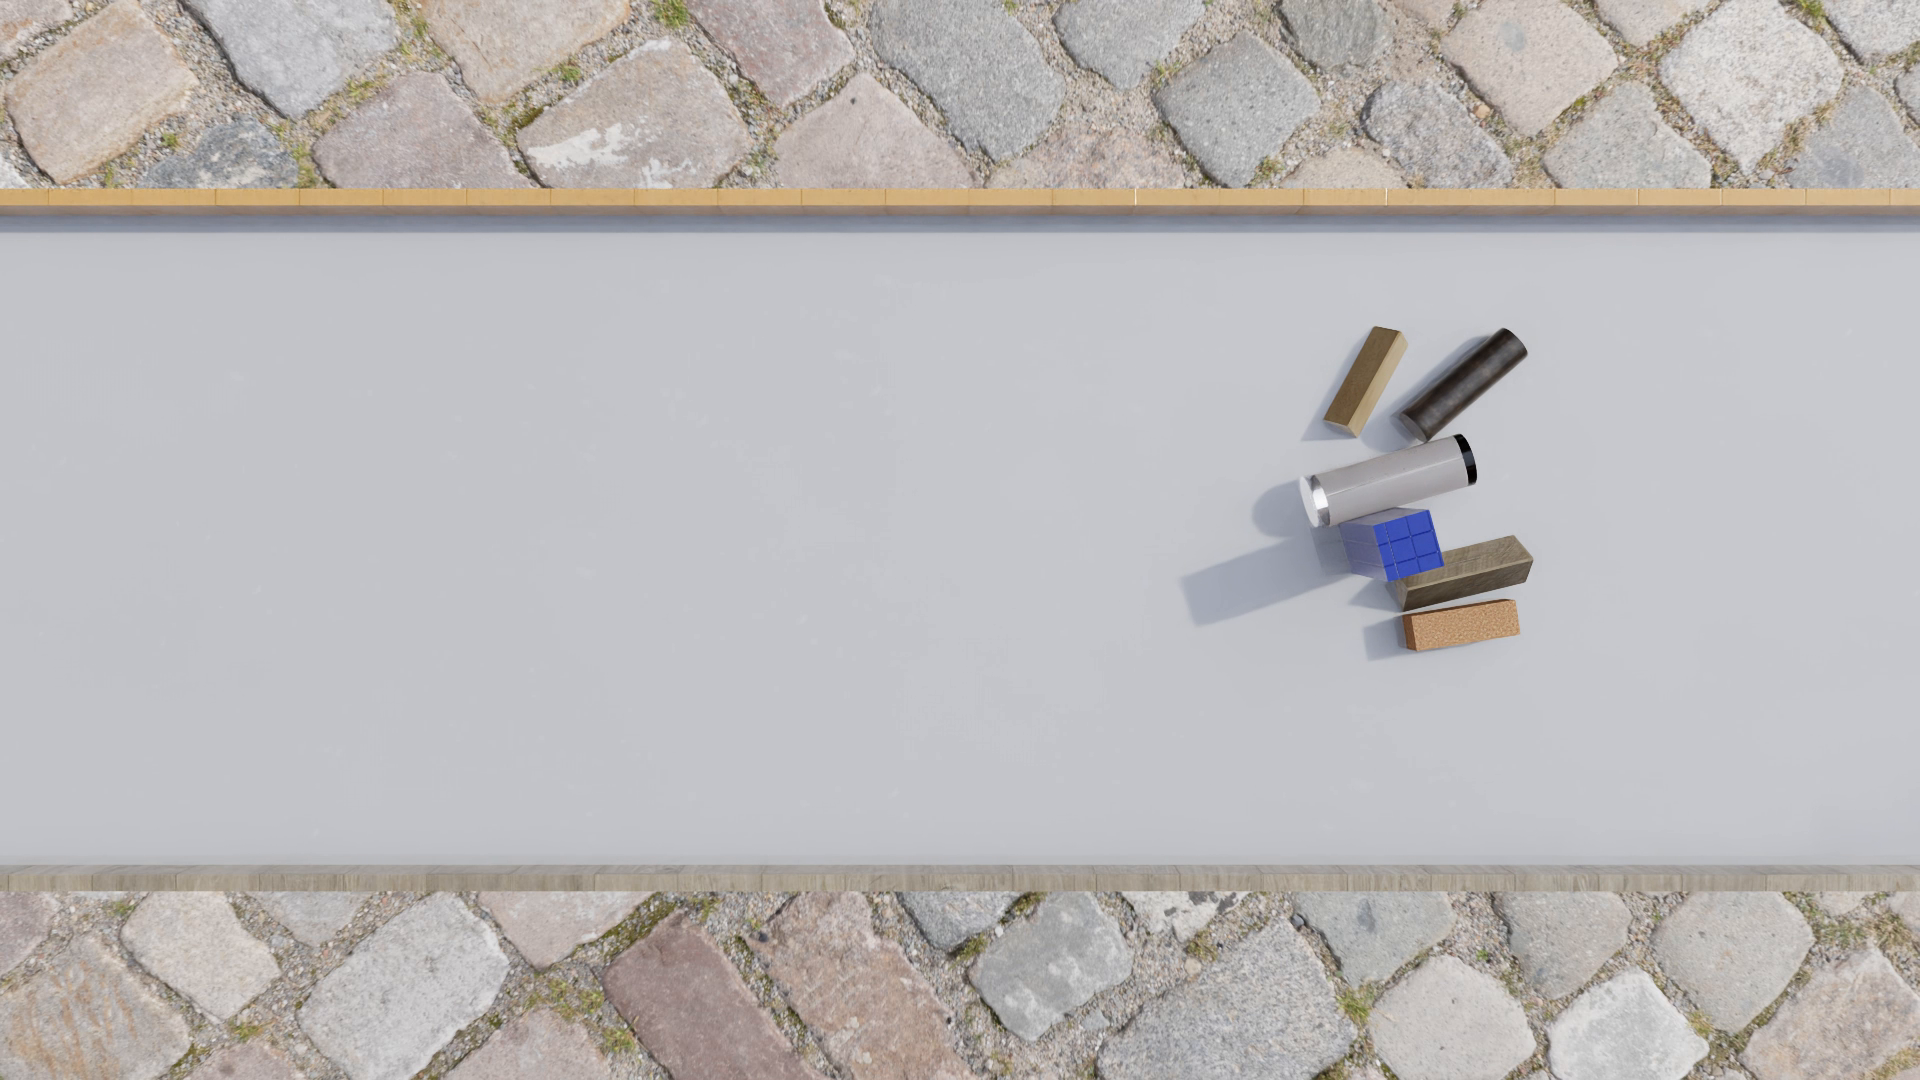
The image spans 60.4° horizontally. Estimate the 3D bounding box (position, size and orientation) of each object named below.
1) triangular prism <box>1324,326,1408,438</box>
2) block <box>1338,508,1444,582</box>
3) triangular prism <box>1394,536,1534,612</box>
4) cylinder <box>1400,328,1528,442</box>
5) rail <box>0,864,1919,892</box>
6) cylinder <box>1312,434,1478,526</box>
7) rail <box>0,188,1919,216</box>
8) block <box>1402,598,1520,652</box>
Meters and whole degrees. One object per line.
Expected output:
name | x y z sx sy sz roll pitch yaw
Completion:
triangular prism | 1.249 -0.486 5.023 0.118 0.102 0.328 29 90 0
block | 1.265 0.008 4.866 0.165 0.415 0.165 -16 92 0
triangular prism | 1.531 0.102 5.009 0.389 0.128 0.148 -14 90 0
cylinder | 1.532 -0.470 5.017 0.401 0.119 0.119 -40 90 0
rail | -2.247 1.025 5.001 12.000 0.150 0.050 0 90 0
cylinder | 1.312 -0.182 4.995 0.458 0.164 0.164 -16 90 0
rail | -2.247 -1.025 5.002 12.000 0.150 0.050 0 90 0
block | 1.525 0.258 5.024 0.318 0.106 0.106 -9 90 0
